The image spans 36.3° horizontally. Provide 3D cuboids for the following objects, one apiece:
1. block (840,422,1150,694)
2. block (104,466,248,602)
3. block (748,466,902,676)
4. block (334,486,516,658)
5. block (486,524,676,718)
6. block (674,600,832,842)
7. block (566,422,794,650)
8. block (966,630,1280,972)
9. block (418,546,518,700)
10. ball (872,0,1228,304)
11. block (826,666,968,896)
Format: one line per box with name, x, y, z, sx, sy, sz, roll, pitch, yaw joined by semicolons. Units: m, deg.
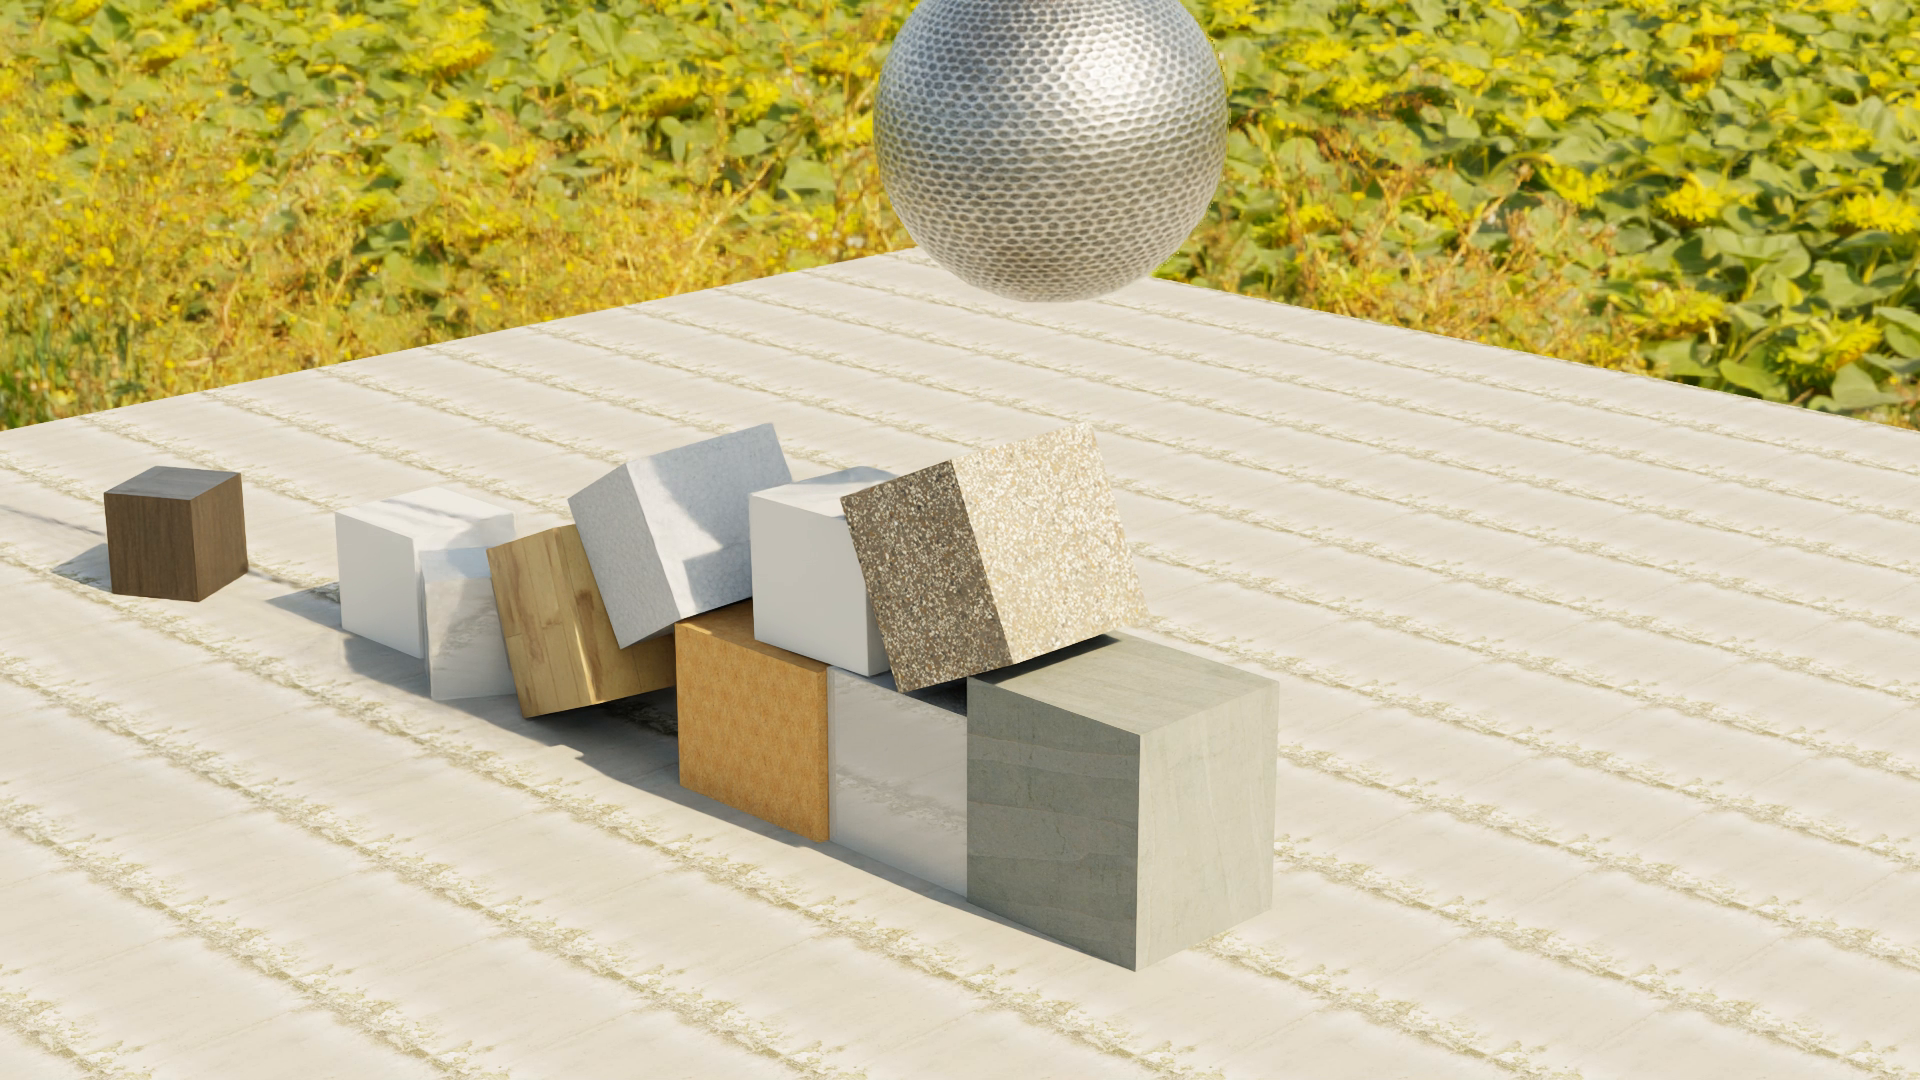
block;0.156;0.078;13.160;0.867;0.920;0.800;-17;0;-41
block;-4.655;-0.042;17.432;0.568;0.627;0.599;5;18;15
block;-0.449;0.131;13.852;0.717;0.720;0.808;-16;22;-41
block;-3.017;0.173;16.627;0.744;0.700;0.696;16;24;41
block;-1.780;0.356;15.287;0.945;0.907;0.836;-12;-1;-34
block;-0.691;0.814;14.336;1.018;0.851;0.942;16;24;42
block;-1.323;-0.021;14.684;0.856;0.806;0.713;-18;-4;-34
block;0.712;1.122;12.974;1.014;1.081;0.913;17;24;42
block;-2.583;0.437;15.843;0.609;0.666;0.543;-4;18;-13
ball;0.405;-1.863;13.181;1.600;1.600;1.600;0;17;0
block;0.007;1.016;13.665;0.822;0.867;0.942;-17;24;-42
